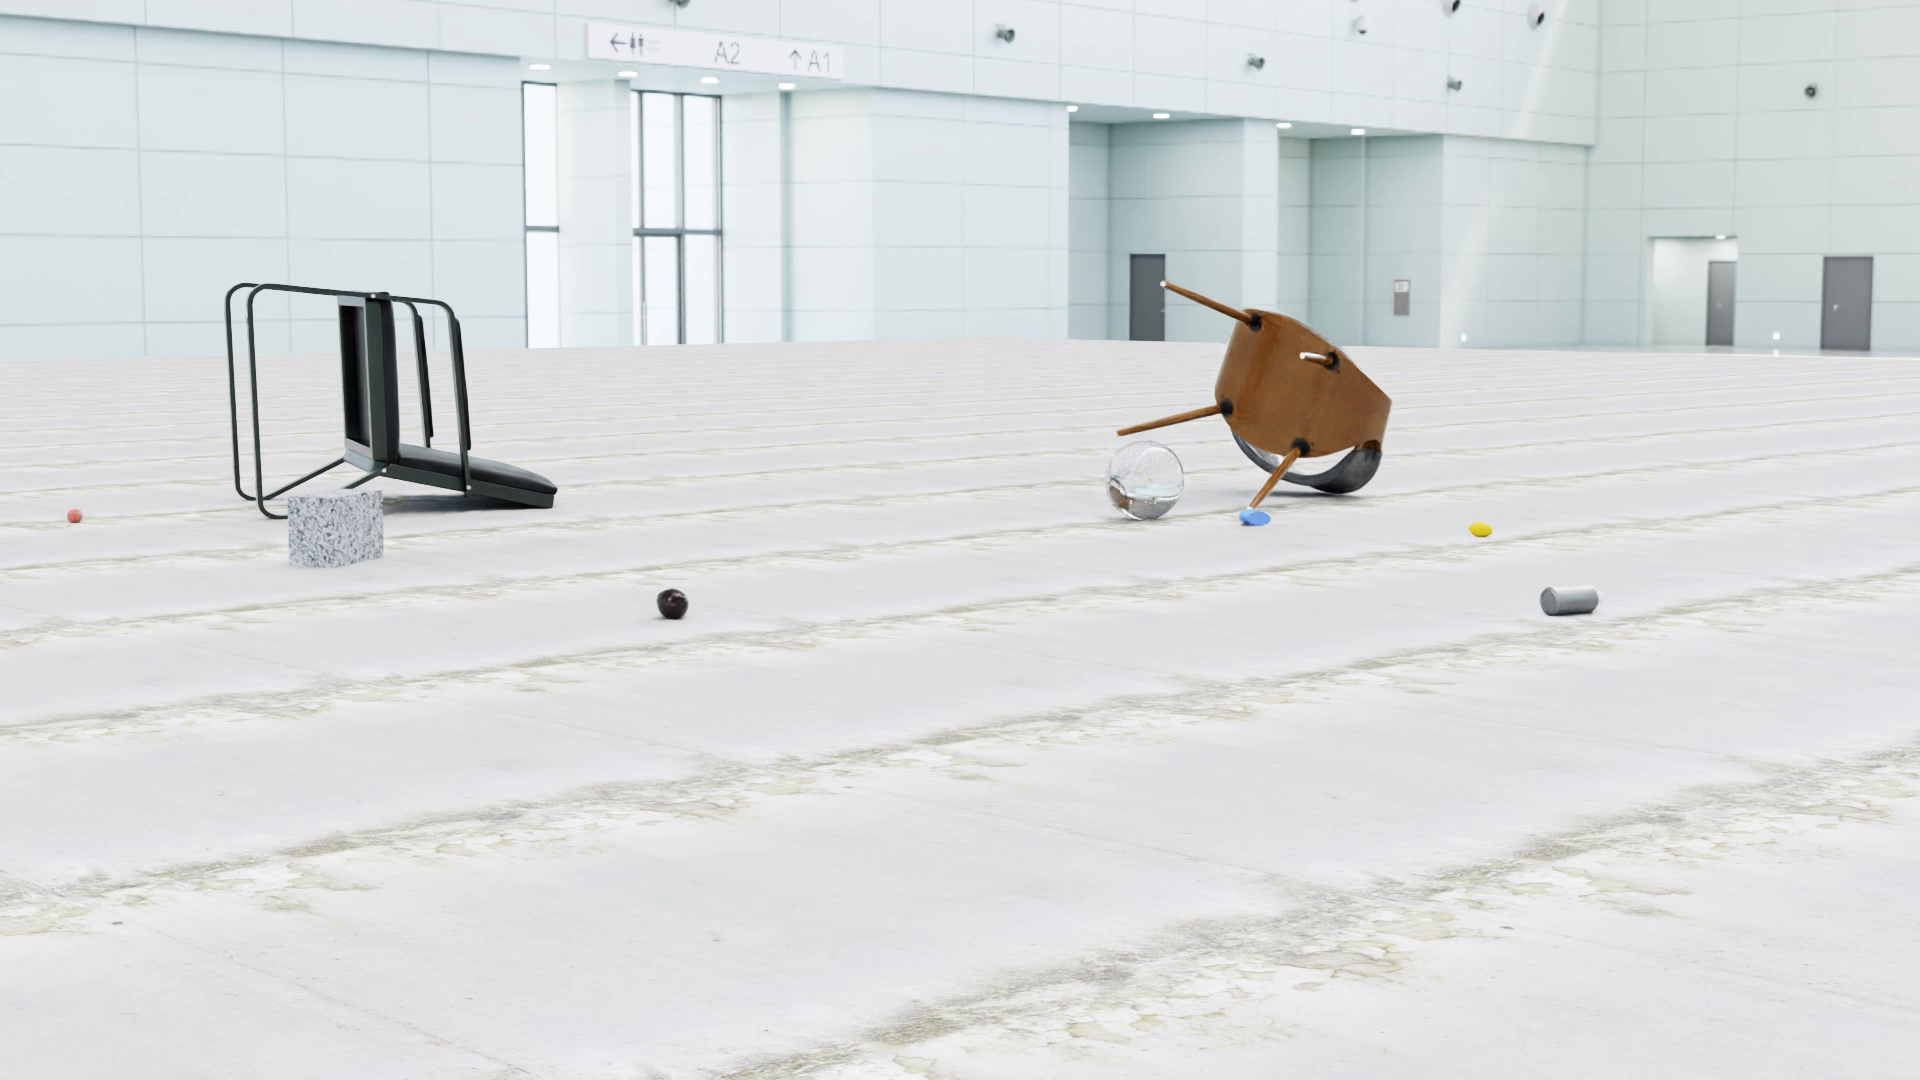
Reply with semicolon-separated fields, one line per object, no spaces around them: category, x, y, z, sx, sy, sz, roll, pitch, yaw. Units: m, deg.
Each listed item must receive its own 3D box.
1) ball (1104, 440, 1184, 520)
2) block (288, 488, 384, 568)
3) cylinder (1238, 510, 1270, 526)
ball;0.498;-0.163;6.934;0.217;0.217;0.217;0;6;0
block;-1.439;-0.029;5.920;0.117;0.158;0.221;2;6;17
cylinder;0.780;-0.058;6.793;0.066;0.038;0.061;10;-8;-13
